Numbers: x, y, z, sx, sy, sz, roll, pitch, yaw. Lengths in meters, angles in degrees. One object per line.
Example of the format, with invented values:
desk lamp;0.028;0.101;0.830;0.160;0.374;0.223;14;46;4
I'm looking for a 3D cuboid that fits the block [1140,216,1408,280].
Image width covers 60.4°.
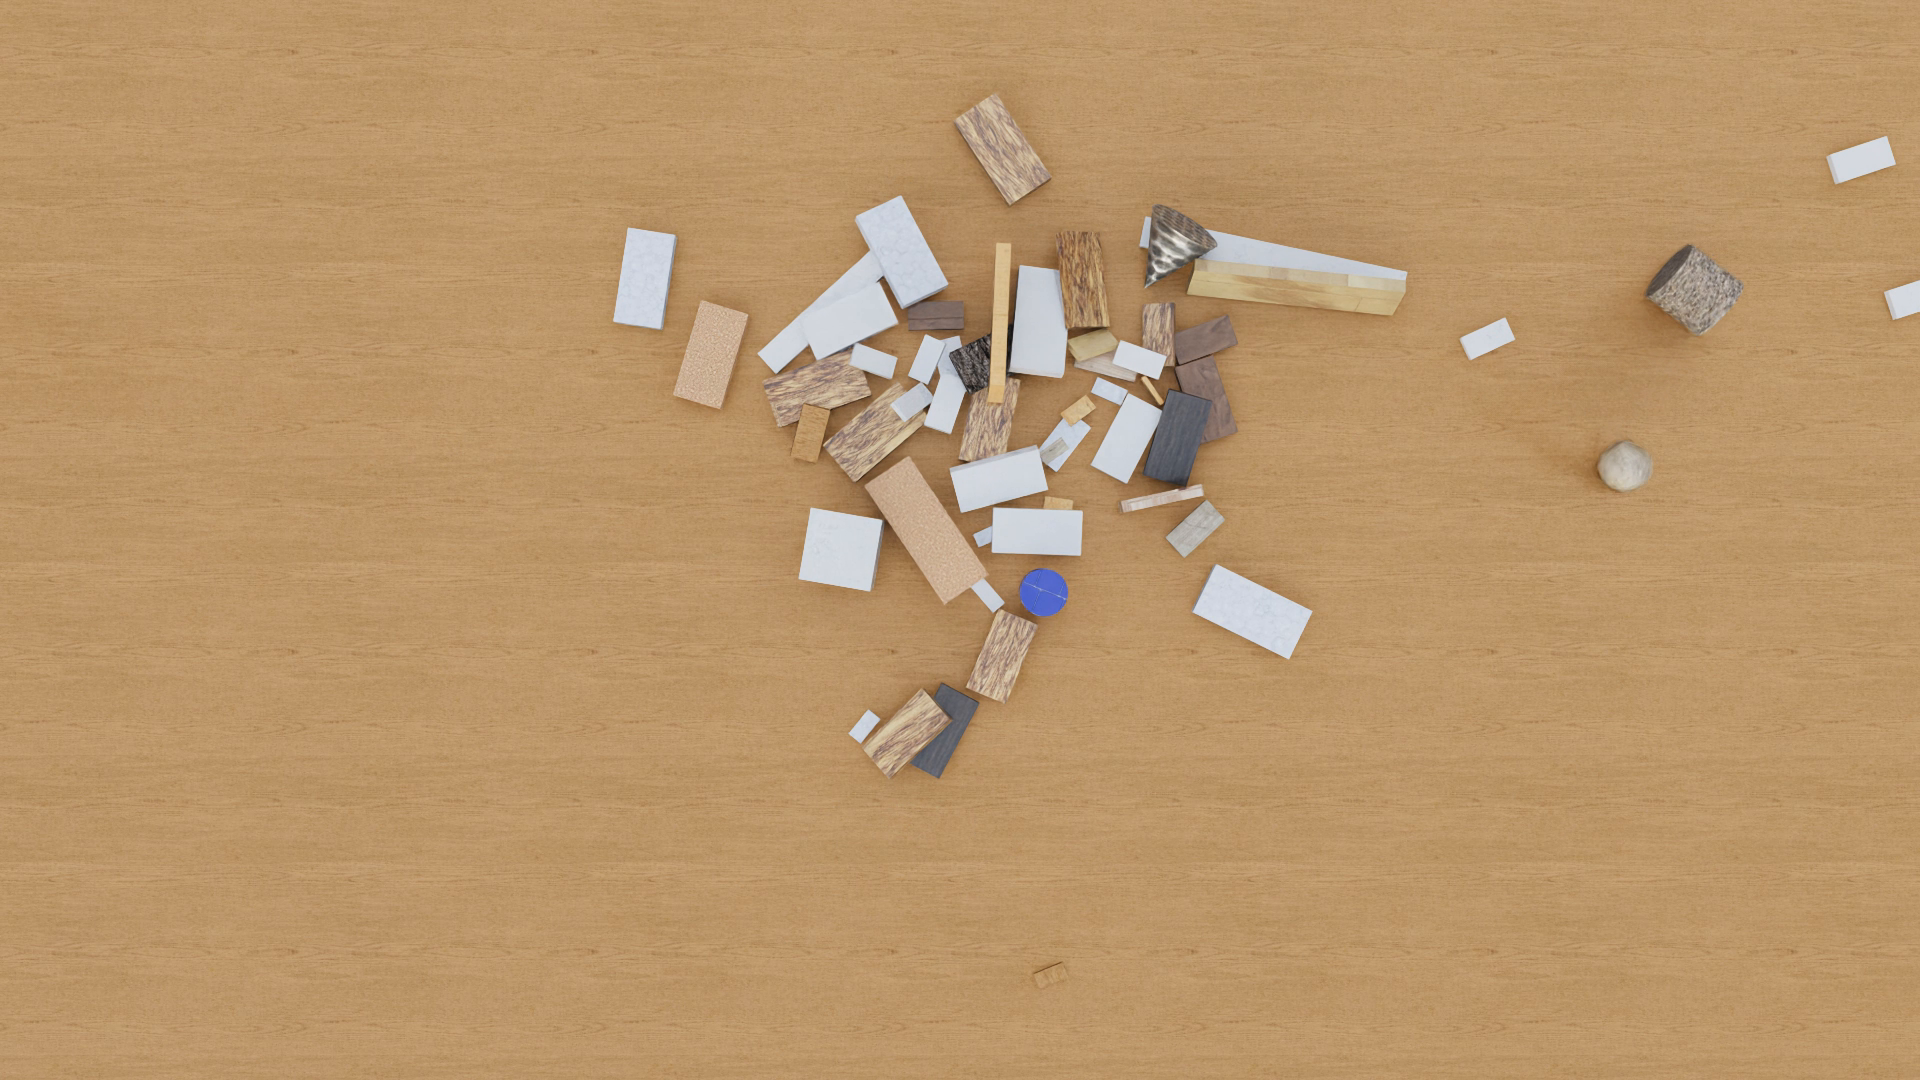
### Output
block;1.040;-0.933;5.486;0.887;0.028;0.098;12;90;0

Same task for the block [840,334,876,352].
block;-0.340;-0.705;5.487;0.182;0.026;0.091;-27;90;0

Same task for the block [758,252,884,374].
block;-0.430;-0.779;5.487;0.574;0.026;0.091;-42;90;0

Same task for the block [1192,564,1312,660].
block;0.967;0.237;5.475;0.354;0.050;0.177;26;90;0

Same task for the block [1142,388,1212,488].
block;0.718;-0.337;5.444;0.148;0.042;0.295;16;103;1

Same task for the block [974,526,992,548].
block;0.096;-0.017;5.491;0.095;0.013;0.047;-24;95;0

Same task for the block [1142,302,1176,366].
block;0.660;-0.679;5.468;0.104;0.029;0.208;0;90;21

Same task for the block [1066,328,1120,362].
block;0.436;-0.645;5.438;0.161;0.023;0.081;-21;59;-25

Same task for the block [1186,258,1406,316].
block;1.100;-0.830;5.419;0.687;0.157;0.044;6;69;0

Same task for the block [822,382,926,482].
block;-0.277;-0.358;5.477;0.327;0.046;0.163;-41;90;0

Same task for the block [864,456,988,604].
block;-0.110;-0.032;5.449;0.177;0.050;0.472;-34;90;0

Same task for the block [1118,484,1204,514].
block;0.660;-0.136;5.433;0.268;0.134;0.038;-12;90;0

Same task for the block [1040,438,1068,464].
block;0.311;-0.295;5.467;0.095;0.013;0.047;-35;90;0

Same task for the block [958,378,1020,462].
block;0.099;-0.399;5.479;0.149;0.042;0.298;12;90;0

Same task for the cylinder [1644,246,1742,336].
cylinder;2.399;-0.816;5.396;0.208;0.208;0.208;38;90;0

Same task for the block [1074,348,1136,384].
block;0.491;-0.600;5.485;0.208;0.029;0.104;15;90;0

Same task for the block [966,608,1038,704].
block;0.140;0.385;5.480;0.142;0.040;0.284;23;90;0

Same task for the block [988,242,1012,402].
block;0.128;-0.705;5.359;0.048;0.168;0.487;3;76;-1

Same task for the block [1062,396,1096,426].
block;0.393;-0.428;5.472;0.110;0.016;0.055;-37;85;-20

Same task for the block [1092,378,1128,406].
block;0.497;-0.495;5.492;0.110;0.016;0.055;24;90;0

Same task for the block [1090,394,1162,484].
block;0.555;-0.337;5.481;0.134;0.038;0.268;28;90;0

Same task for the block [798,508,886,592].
block;-0.382;0.030;5.384;0.231;0.231;0.231;10;90;0

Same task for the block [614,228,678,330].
block;-1.045;-0.866;5.478;0.157;0.044;0.314;9;90;0

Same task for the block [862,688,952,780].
block;-0.175;0.640;5.446;0.283;0.040;0.142;-45;73;6

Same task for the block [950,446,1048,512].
block;0.128;-0.202;5.449;0.298;0.042;0.149;-15;115;0

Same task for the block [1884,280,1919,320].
block;3.189;-0.811;5.486;0.196;0.028;0.098;-18;90;0

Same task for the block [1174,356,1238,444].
block;0.817;-0.464;5.481;0.134;0.038;0.268;-18;90;0

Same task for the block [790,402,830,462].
block;-0.496;-0.355;5.457;0.091;0.026;0.182;13;105;-10

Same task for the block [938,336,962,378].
block;-0.026;-0.577;5.487;0.093;0.026;0.185;-14;90;0

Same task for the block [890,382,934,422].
block;-0.155;-0.455;5.435;0.074;0.021;0.148;50;53;1

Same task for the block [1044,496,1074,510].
block;0.327;-0.115;5.493;0.095;0.013;0.047;9;90;0

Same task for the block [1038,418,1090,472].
block;0.342;-0.328;5.487;0.093;0.026;0.186;38;90;0

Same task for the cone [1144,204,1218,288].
cone;0.672;-0.927;5.416;0.250;0.250;0.250;32;117;0

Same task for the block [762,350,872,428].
block;-0.474;-0.503;5.477;0.327;0.046;0.163;-20;90;0

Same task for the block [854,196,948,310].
block;-0.193;-0.951;5.451;0.168;0.048;0.336;-27;87;-12

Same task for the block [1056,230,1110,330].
block;0.404;-0.856;5.434;0.157;0.044;0.314;-6;90;-38

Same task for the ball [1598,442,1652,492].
ball;2.184;-0.242;5.418;0.165;0.165;0.165;0;90;0

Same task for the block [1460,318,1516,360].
block;1.754;-0.669;5.489;0.161;0.023;0.081;-25;90;0

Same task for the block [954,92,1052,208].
block;0.140;-1.293;5.476;0.168;0.048;0.336;-34;90;0

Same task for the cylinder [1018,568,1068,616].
cylinder;0.273;0.171;5.423;0.154;0.154;0.154;0;90;0

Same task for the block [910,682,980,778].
block;-0.065;0.633;5.480;0.142;0.040;0.283;28;90;0

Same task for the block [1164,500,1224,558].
block;0.782;-0.038;5.487;0.186;0.026;0.093;-43;90;0

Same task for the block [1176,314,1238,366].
block;0.808;-0.665;5.485;0.208;0.029;0.104;-20;90;0

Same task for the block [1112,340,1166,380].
block;0.593;-0.594;5.445;0.161;0.023;0.081;20;96;7

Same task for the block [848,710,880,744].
block;-0.318;0.620;5.493;0.052;0.015;0.104;39;90;0

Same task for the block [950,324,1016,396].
block;0.130;-0.611;5.449;0.298;0.042;0.149;-26;82;-8

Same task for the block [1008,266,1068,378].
block;0.266;-0.720;5.431;0.177;0.050;0.354;7;78;-4

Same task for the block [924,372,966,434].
block;-0.045;-0.452;5.448;0.093;0.026;0.185;19;82;0

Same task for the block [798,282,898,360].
block;-0.369;-0.722;5.453;0.295;0.042;0.148;-25;90;0

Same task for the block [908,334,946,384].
block;-0.108;-0.598;5.470;0.074;0.021;0.149;26;99;12

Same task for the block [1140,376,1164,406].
block;0.637;-0.495;5.472;0.016;0.055;0.110;-34;90;2

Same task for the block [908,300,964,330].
block;-0.080;-0.746;5.487;0.185;0.026;0.093;-2;90;0

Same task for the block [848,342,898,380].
block;-0.288;-0.592;5.459;0.149;0.021;0.074;18;77;-18

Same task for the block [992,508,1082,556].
block;0.254;-0.029;5.467;0.295;0.042;0.148;2;95;-2

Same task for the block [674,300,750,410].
block;-0.824;-0.613;5.477;0.163;0.046;0.327;17;90;0

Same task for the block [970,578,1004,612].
block;0.060;0.145;5.493;0.052;0.015;0.214;-41;90;0

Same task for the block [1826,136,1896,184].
block;2.997;-1.263;5.486;0.196;0.028;0.098;-18;90;0

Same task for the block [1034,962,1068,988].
block;0.302;1.449;5.493;0.104;0.015;0.052;-22;90;0
